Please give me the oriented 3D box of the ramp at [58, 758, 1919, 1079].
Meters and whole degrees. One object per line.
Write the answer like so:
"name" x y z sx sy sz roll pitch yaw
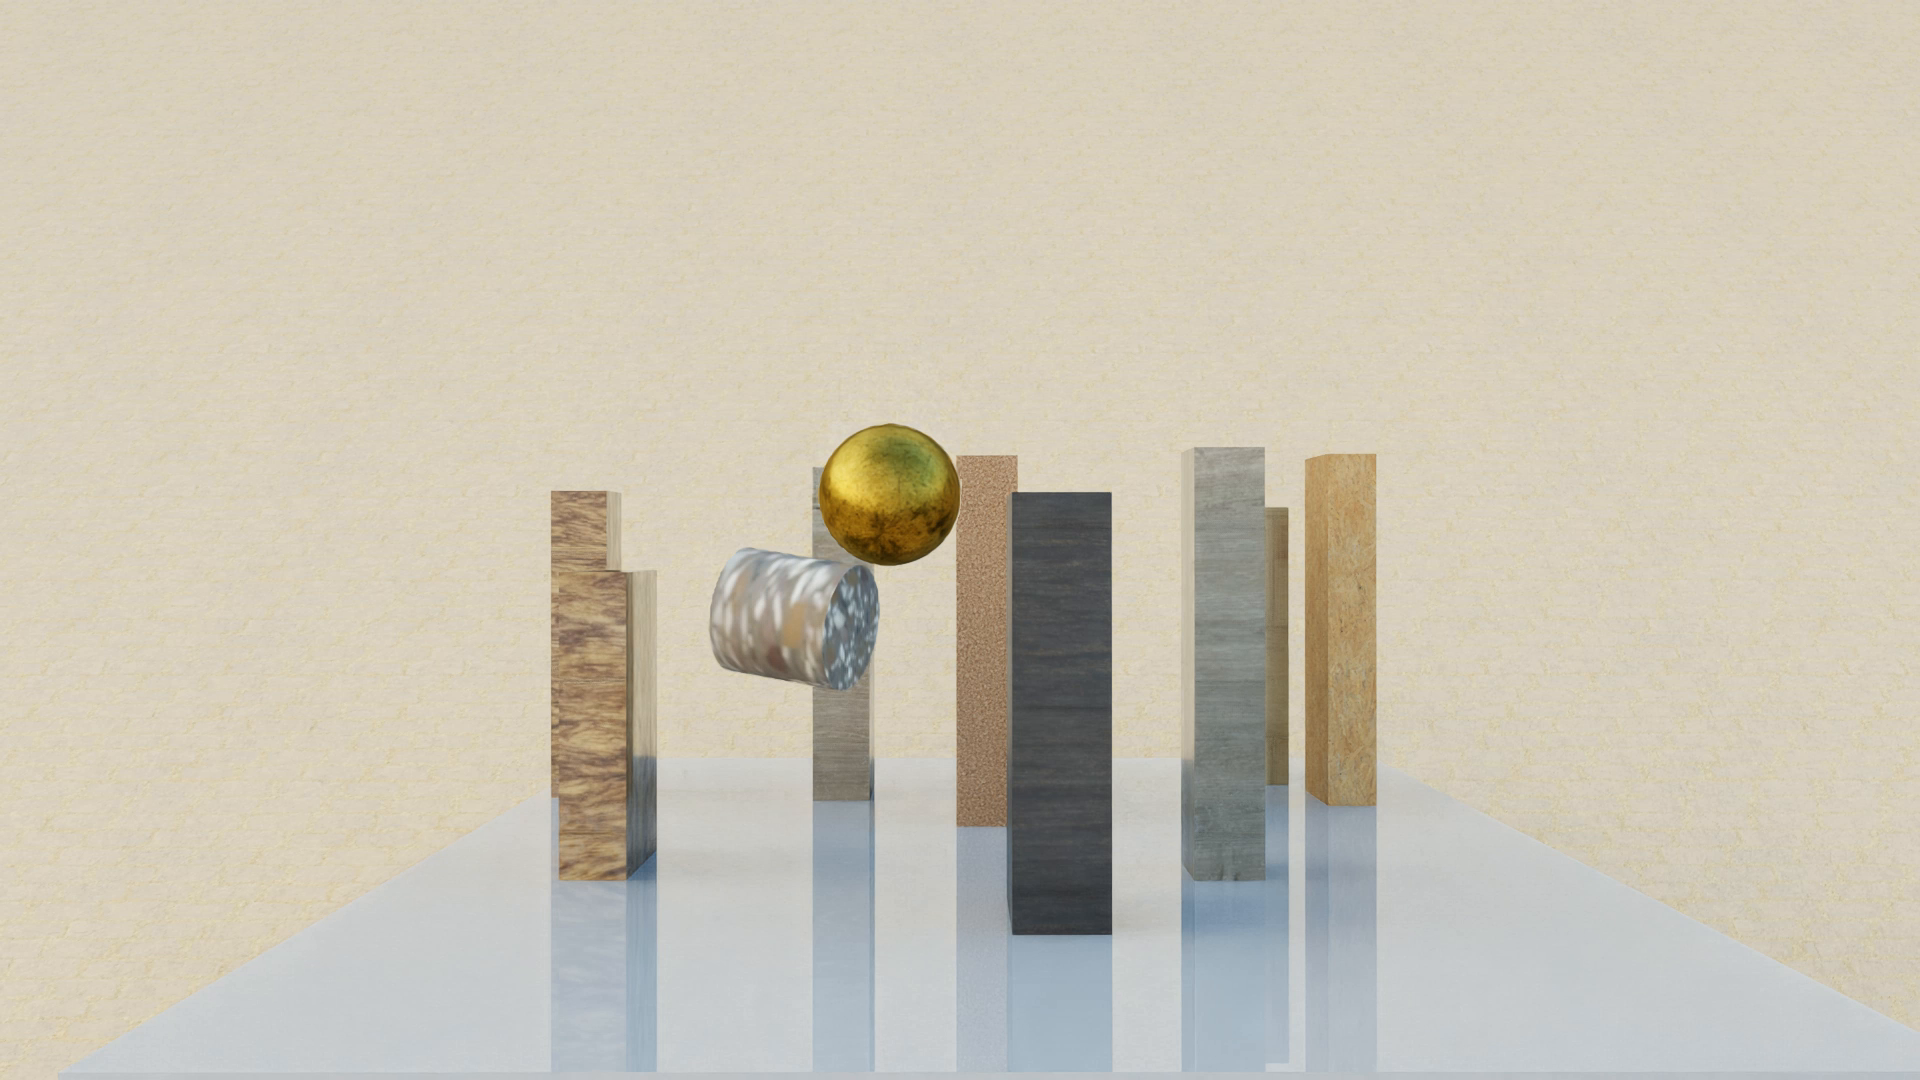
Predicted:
"ramp" 0.068 0.605 4.671 2.000 0.100 4.000 0 0 0

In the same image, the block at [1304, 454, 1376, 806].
"block" 0.823 0.189 5.608 0.102 0.739 0.360 0 0 0

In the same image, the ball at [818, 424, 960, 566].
"ball" -0.065 -0.042 2.381 0.131 0.131 0.131 0 30 0

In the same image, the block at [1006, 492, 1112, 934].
"block" 0.143 0.243 3.818 0.140 0.619 0.399 0 0 0

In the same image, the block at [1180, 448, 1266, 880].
"block" 0.438 0.202 4.332 0.115 0.705 0.251 0 0 0

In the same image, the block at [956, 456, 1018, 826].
"block" 0.052 0.197 5.243 0.119 0.721 0.427 0 0 0

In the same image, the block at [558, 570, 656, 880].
"block" -0.598 0.304 4.426 0.110 0.502 0.430 0 0 0

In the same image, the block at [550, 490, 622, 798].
"block" -0.826 0.226 5.731 0.120 0.666 0.248 0 0 0

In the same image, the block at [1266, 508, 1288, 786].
"block" 0.687 0.243 6.061 0.126 0.634 0.309 0 0 0

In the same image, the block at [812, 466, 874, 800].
"block" -0.255 0.201 5.718 0.122 0.715 0.349 0 0 0

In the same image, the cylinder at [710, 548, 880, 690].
"cylinder" -0.170 0.081 2.672 0.130 0.130 0.130 9 31 23
